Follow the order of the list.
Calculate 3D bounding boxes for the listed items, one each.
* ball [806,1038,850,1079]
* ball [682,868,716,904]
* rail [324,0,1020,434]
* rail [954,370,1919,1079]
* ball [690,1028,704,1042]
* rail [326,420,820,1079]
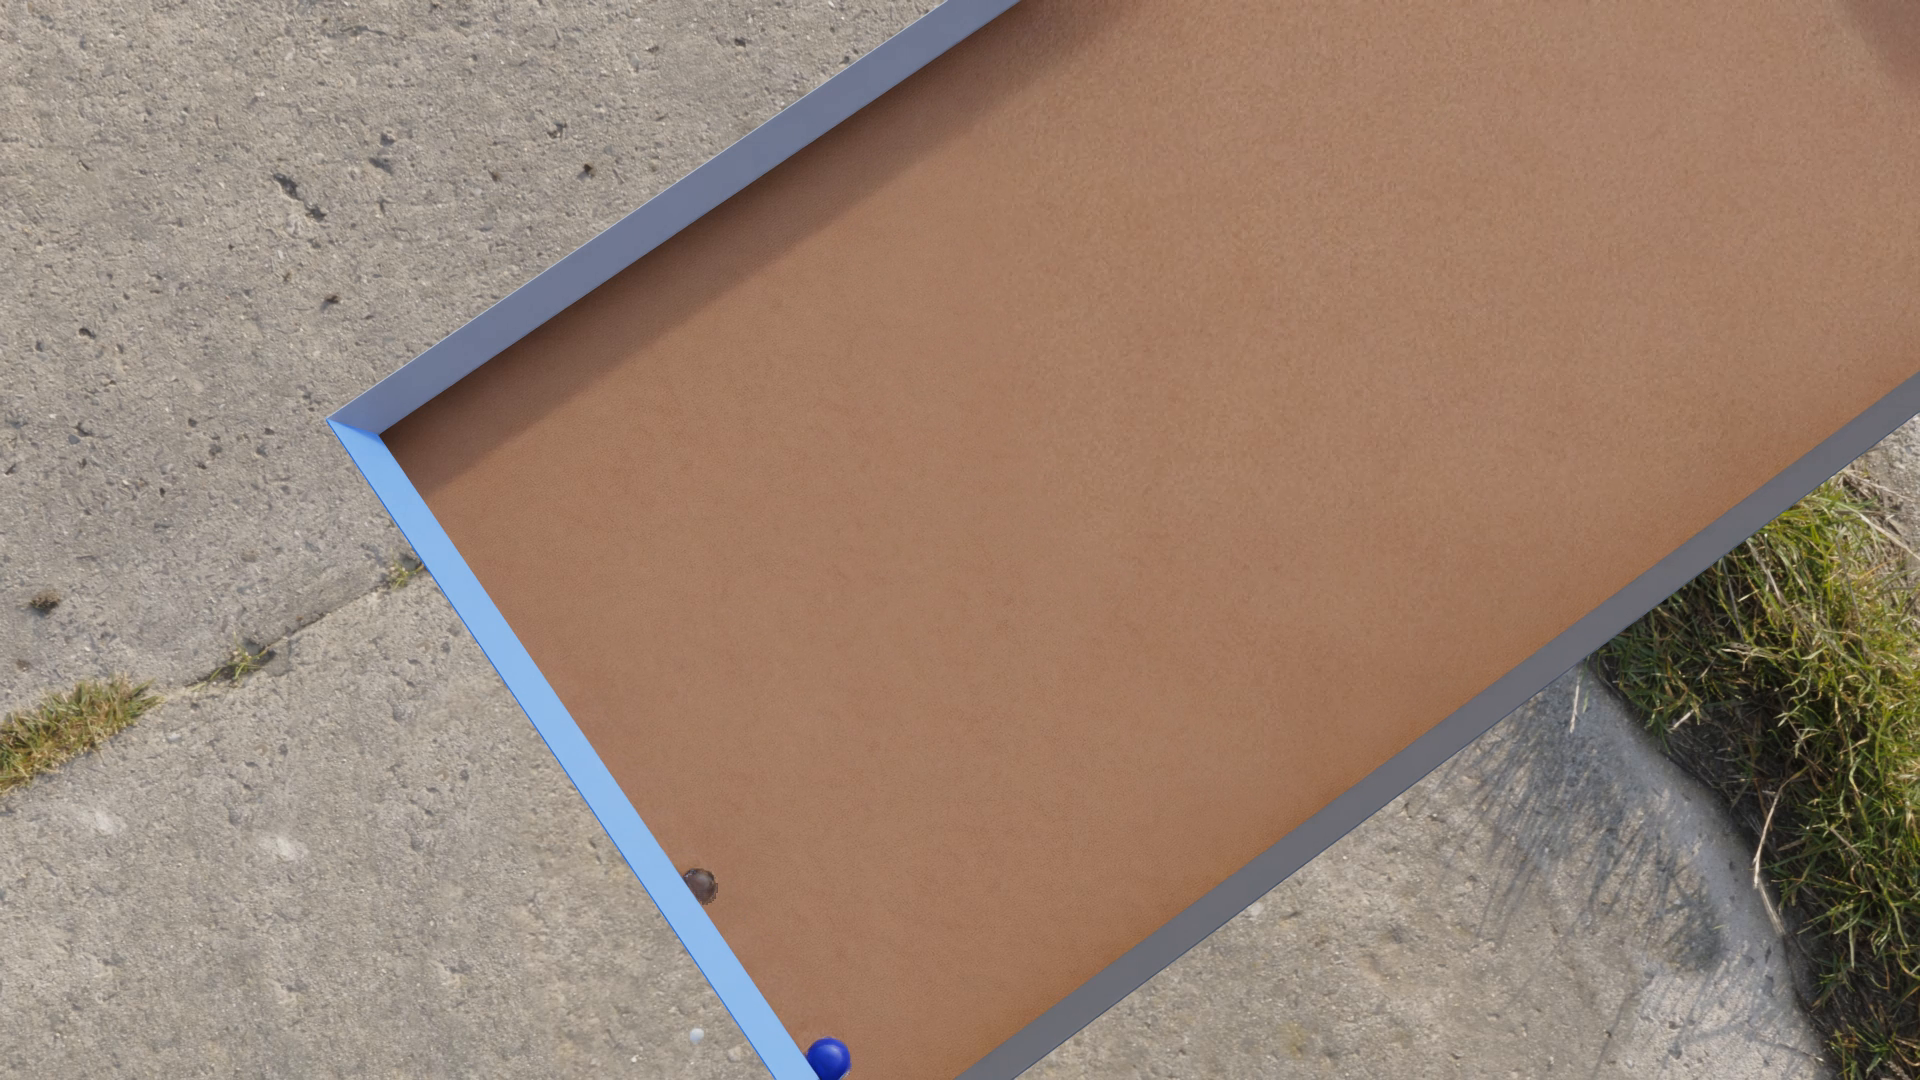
[{"bbox_3d":[-0.189,0.746,3.155,0.065,0.065,0.065,0,80,0],"label":"ball"},{"bbox_3d":[-0.382,0.504,3.204,0.052,0.052,0.052,0,80,0],"label":"ball"},{"bbox_3d":[0.160,-0.910,3.418,2.655,0.117,0.045,-35,82,-6],"label":"rail"},{"bbox_3d":[0.920,0.139,3.234,2.655,0.117,0.045,-35,82,-6],"label":"rail"},{"bbox_3d":[-1.620,3.050,13.535,0.090,0.090,0.090,0,80,0],"label":"ball"},{"bbox_3d":[-0.521,0.361,3.195,0.045,0.117,1.356,-35,82,-6],"label":"rail"}]
